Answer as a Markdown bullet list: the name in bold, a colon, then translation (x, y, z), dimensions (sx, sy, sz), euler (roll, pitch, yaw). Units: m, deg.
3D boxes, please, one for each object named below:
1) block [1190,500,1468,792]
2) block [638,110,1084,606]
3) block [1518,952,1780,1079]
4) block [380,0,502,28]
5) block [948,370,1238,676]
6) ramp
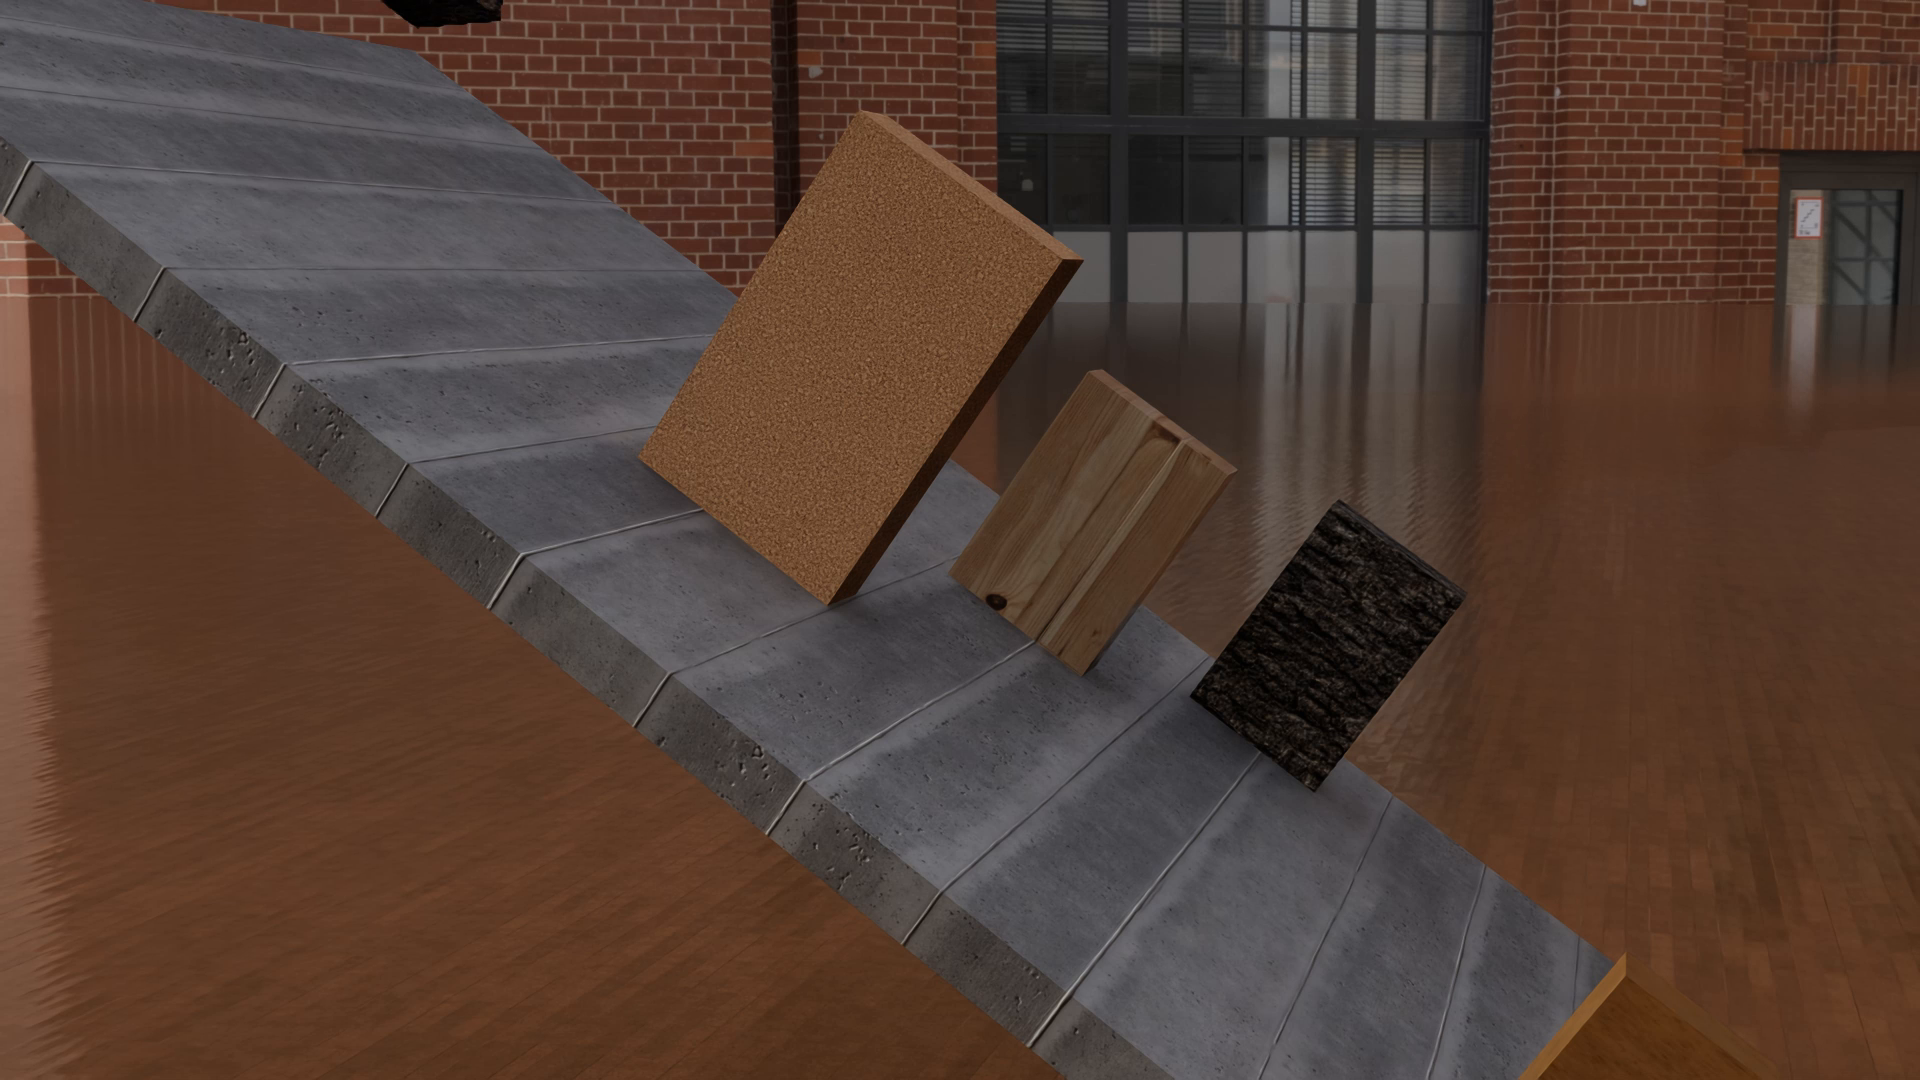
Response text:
- **block**: translation (0.756, 0.217, 4.527), dimensions (0.322, 0.502, 0.107), euler (37, 16, 10)
- **block**: translation (-0.176, -0.308, 3.760), dimensions (0.428, 0.716, 0.145), euler (37, 16, 10)
- **block**: translation (0.892, 0.835, 3.067), dimensions (0.250, 0.448, 0.113), euler (37, 16, 10)
- **block**: translation (-1.040, -1.154, 4.382), dimensions (0.190, 0.190, 0.190), euler (0, -9, 17)
- **block**: translation (0.256, -0.034, 4.270), dimensions (0.331, 0.487, 0.115), euler (37, 16, 10)
- **ramp**: translation (-0.089, 0.160, 4.081), dimensions (4.000, 0.100, 2.000), euler (37, 16, 10)
